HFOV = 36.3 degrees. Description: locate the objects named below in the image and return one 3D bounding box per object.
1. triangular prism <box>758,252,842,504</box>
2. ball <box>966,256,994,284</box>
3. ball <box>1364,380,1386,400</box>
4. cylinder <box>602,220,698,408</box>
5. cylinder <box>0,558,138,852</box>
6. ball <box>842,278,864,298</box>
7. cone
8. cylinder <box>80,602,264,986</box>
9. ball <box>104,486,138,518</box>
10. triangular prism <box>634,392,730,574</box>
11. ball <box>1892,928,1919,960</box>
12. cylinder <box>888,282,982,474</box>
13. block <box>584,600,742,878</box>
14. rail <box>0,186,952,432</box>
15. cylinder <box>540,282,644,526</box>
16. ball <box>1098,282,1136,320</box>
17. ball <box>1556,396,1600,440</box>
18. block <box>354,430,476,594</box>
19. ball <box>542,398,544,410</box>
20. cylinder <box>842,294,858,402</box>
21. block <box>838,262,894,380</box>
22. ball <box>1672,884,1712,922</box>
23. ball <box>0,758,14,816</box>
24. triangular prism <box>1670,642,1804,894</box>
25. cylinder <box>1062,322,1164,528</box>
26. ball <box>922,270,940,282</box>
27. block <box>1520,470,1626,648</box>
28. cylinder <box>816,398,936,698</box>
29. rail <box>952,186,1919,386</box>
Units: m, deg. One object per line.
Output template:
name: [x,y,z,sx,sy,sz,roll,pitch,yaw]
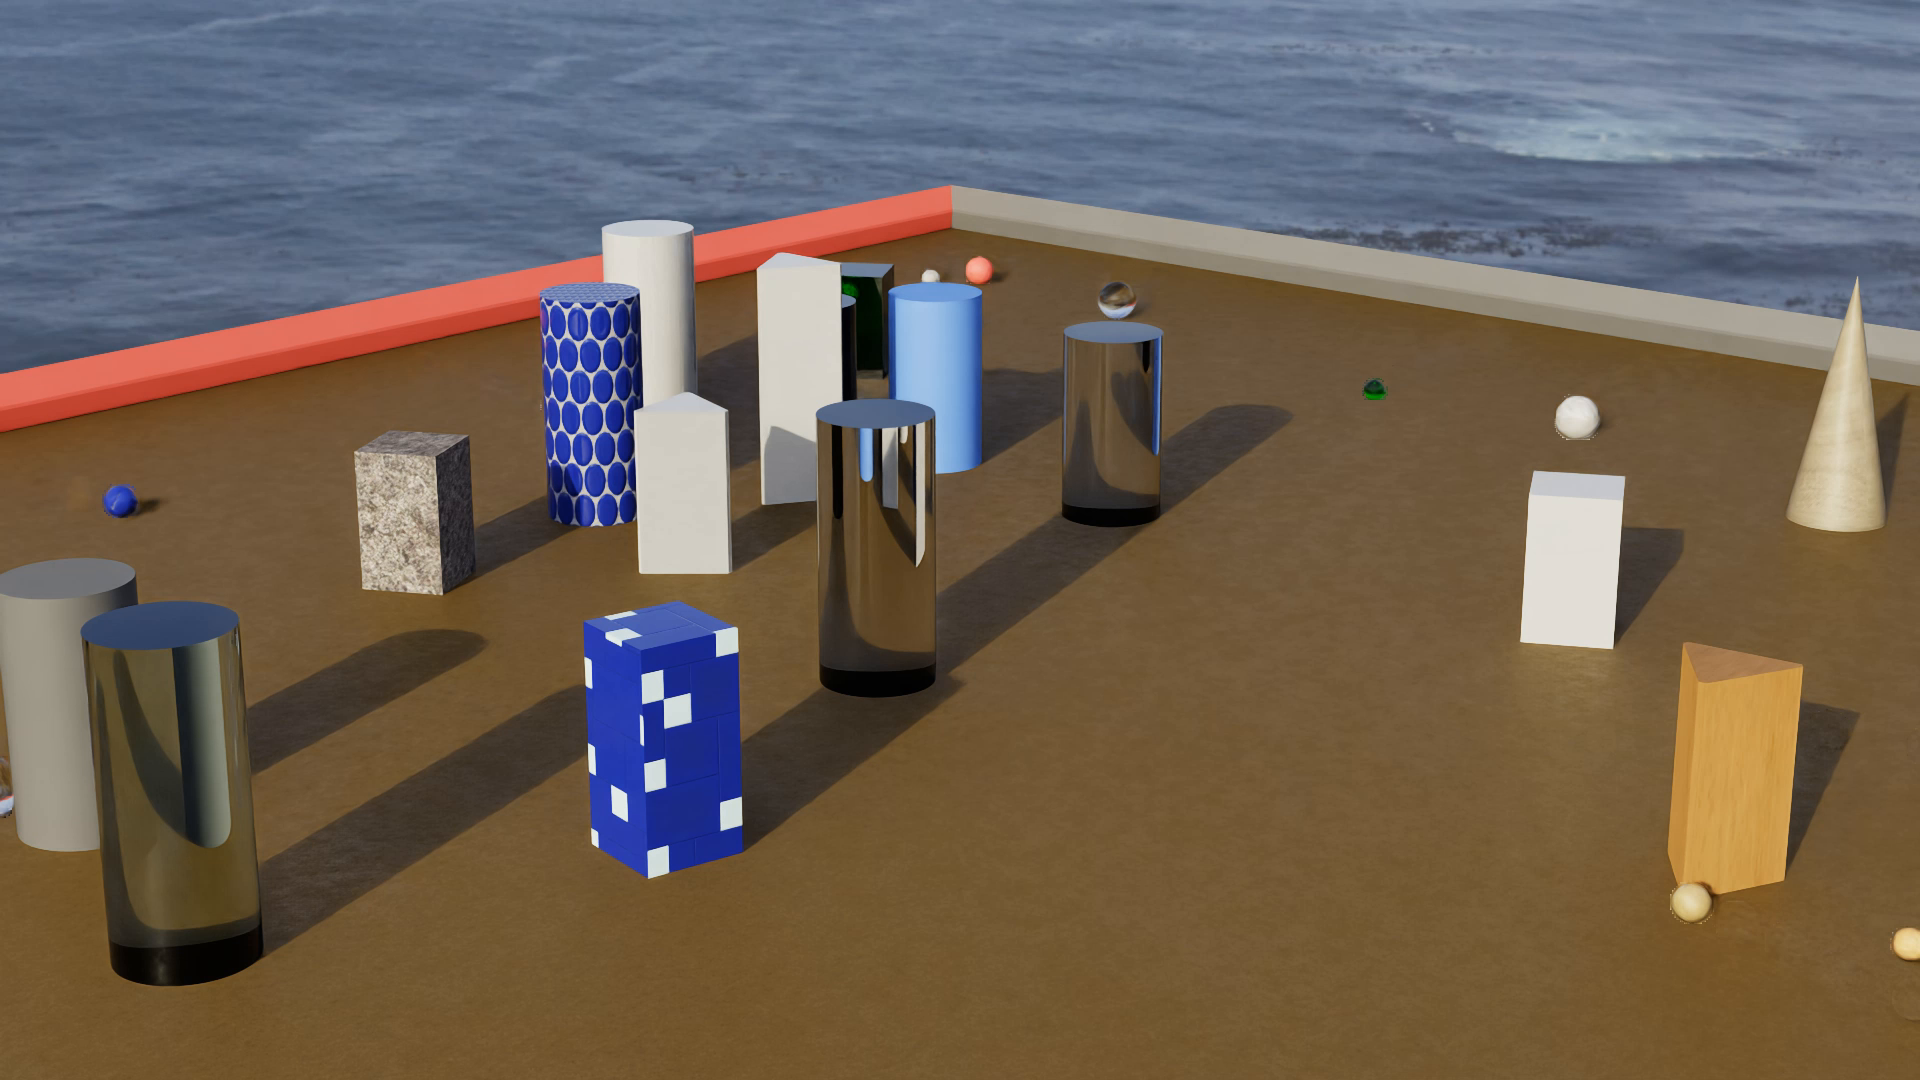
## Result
triangular prism: [-0.325,-0.316,5.684,0.163,0.462,0.141,-5,18,-17]
ball: [0.050,-0.701,7.631,0.072,0.072,0.072,0,17,0]
ball: [0.911,-0.329,6.444,0.046,0.046,0.046,0,17,0]
cylinder: [-0.642,-0.429,6.092,0.188,0.442,0.188,0,17,0]
cylinder: [-1.224,0.226,4.060,0.188,0.363,0.188,0,17,0]
ball: [-0.272,-0.638,7.458,0.053,0.053,0.053,0,17,0]
cone: [1.667,-0.267,5.510,0.188,0.469,0.188,0,17,0]
cylinder: [-0.976,0.313,3.642,0.188,0.438,0.188,0,17,0]
ball: [-1.596,-0.074,5.576,0.061,0.061,0.061,0,17,0]
triangular prism: [-0.491,-0.104,5.266,0.163,0.298,0.141,0,17,0]
ball: [1.193,0.508,3.686,0.041,0.041,0.041,0,17,0]
cylinder: [-0.050,-0.328,5.916,0.188,0.351,0.188,0,17,0]
block: [-0.403,0.269,3.988,0.150,0.324,0.150,-12,21,-35]
rail: [-1.680,-0.391,6.517,0.045,0.122,5.100,14,22,39]
cylinder: [-0.693,-0.258,5.548,0.188,0.429,0.188,0,17,0]
ball: [0.387,-0.591,7.231,0.093,0.093,0.093,0,17,0]
ball: [1.289,-0.255,6.121,0.092,0.092,0.092,0,17,0]
block: [-0.959,-0.050,5.169,0.150,0.250,0.150,4,17,13]
ball: [-0.879,-0.291,6.319,0.047,0.047,0.047,0,17,0]
cylinder: [-0.303,-0.327,5.957,0.188,0.324,0.188,0,17,0]
block: [-0.237,-0.500,6.682,0.150,0.236,0.150,3,17,9]
ball: [0.947,0.470,3.795,0.051,0.051,0.051,0,17,0]
ball: [-1.362,0.347,4.115,0.089,0.089,0.089,0,17,0]
triangular prism: [1.003,0.301,3.918,0.163,0.303,0.141,-7,18,-23]
cylinder: [0.288,-0.221,5.554,0.188,0.354,0.188,0,17,0]
ball: [-0.075,-0.679,7.601,0.047,0.047,0.047,0,17,0]
block: [1.023,0.032,4.891,0.150,0.255,0.150,4,17,13]
cylinder: [-0.132,0.012,4.642,0.188,0.437,0.188,0,17,0]
rail: [1.656,-0.521,6.947,4.497,0.122,0.045,14,22,39]
